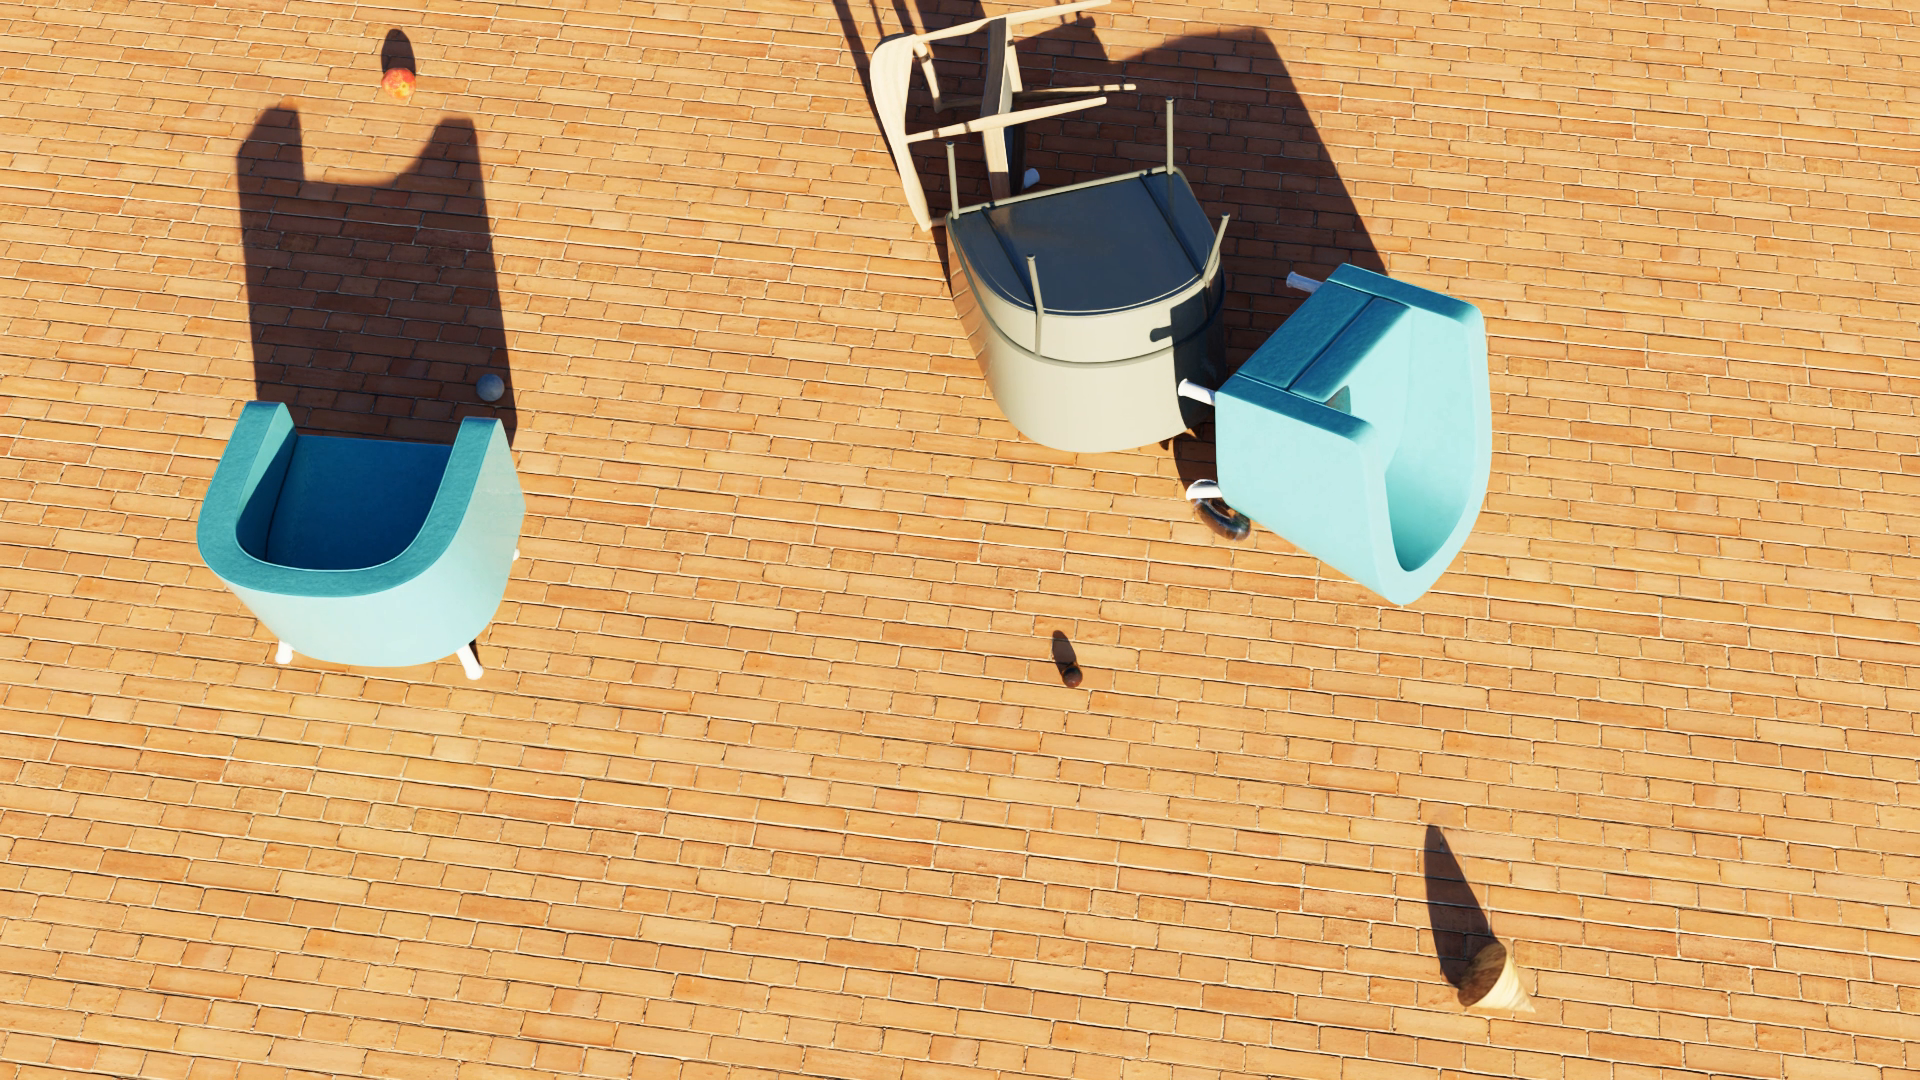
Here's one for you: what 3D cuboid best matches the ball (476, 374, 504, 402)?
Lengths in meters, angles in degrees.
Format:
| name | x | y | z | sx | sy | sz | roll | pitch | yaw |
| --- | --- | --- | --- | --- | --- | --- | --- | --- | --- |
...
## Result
| name | x | y | z | sx | sy | sz | roll | pitch | yaw |
| --- | --- | --- | --- | --- | --- | --- | --- | --- | --- |
| ball | -1.461 | -0.474 | 6.840 | 0.087 | 0.087 | 0.087 | 0 | 56 | 0 |

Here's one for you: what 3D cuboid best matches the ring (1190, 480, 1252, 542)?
| name | x | y | z | sx | sy | sz | roll | pitch | yaw |
| --- | --- | --- | --- | --- | --- | --- | --- | --- | --- |
| ring | 0.781 | -0.089 | 6.582 | 0.123 | 0.085 | 0.240 | -32 | 63 | -19 |

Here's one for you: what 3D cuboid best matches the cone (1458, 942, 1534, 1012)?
| name | x | y | z | sx | sy | sz | roll | pitch | yaw |
| --- | --- | --- | --- | --- | --- | --- | --- | --- | --- |
| cone | 1.430 | 1.182 | 5.731 | 0.184 | 0.186 | 0.192 | 36 | 69 | -9 |
